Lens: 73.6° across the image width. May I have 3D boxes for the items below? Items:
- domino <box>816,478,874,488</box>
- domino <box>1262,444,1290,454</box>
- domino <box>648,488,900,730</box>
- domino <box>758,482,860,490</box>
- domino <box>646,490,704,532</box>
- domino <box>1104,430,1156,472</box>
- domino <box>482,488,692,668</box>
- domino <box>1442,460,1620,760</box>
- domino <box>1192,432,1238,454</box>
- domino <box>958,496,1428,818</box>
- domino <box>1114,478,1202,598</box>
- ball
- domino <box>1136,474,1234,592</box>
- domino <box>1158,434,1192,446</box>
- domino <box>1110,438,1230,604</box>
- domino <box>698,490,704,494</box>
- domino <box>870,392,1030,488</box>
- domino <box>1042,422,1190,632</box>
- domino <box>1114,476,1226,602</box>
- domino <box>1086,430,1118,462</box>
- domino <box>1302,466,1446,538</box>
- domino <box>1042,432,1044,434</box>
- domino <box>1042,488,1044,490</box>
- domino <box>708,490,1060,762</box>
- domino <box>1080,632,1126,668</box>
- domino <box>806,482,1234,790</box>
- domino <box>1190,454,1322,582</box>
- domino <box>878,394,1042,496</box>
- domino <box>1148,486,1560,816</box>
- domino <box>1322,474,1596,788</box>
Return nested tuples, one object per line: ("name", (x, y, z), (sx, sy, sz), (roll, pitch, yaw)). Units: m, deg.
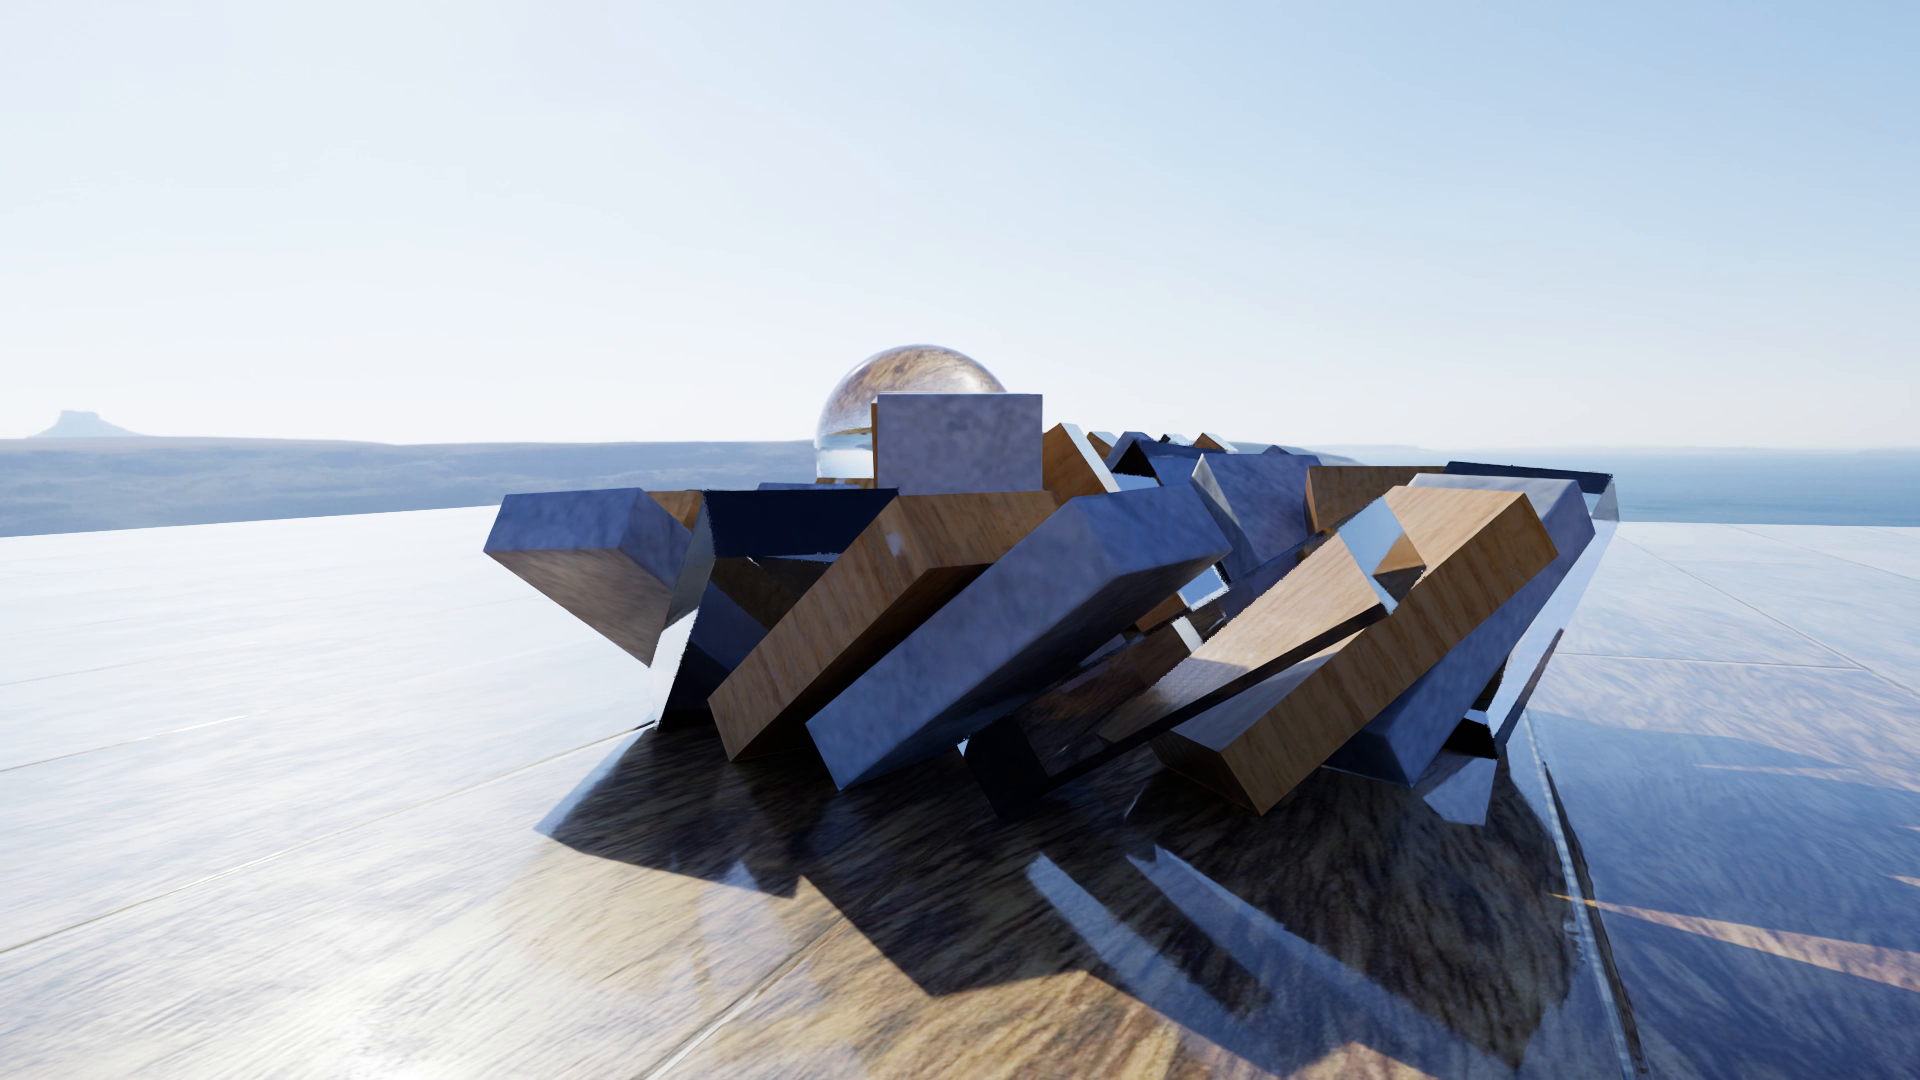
("domino", (-0.007, 0.005, 0.264), (0.025, 0.009, 0.050), (3, -29, 39))
("domino", (0.084, -0.009, 0.401), (0.050, 0.009, 0.025), (-40, -21, 19))
("domino", (-0.027, 0.011, 0.178), (0.025, 0.009, 0.050), (-2, -31, -24))
("domino", (-0.016, 0.006, 0.249), (0.025, 0.009, 0.050), (3, -28, 38))
("domino", (-0.038, 0.008, 0.219), (0.025, 0.009, 0.050), (1, -28, 36))
("domino", (0.048, -0.013, 0.427), (0.009, 0.050, 0.025), (37, 16, 15))
("domino", (-0.046, 0.009, 0.200), (0.025, 0.009, 0.050), (-2, -30, 26))
("domino", (0.076, 0.008, 0.191), (0.025, 0.009, 0.050), (10, 47, 43))
("domino", (0.069, -0.012, 0.415), (0.009, 0.050, 0.025), (40, 15, 14))
("domino", (0.026, 0.013, 0.145), (0.050, 0.010, 0.025), (-34, -7, 29))
("domino", (0.040, 0.001, 0.318), (0.025, 0.009, 0.050), (3, -27, 31))
("ball", (-0.015, -0.034, 0.486), (0.080, 0.080, 0.080), (0, 4, 0))
("domino", (0.062, -0.001, 0.351), (0.025, 0.010, 0.050), (2, -27, 14))
("domino", (0.059, -0.012, 0.421), (0.009, 0.050, 0.025), (40, 17, 14))
("domino", (0.052, 0.002, 0.249), (0.025, 0.009, 0.050), (4, 45, -34))
("domino", (-0.027, 0.008, 0.235), (0.025, 0.010, 0.050), (3, -27, 36))
("domino", (-0.001, 0.001, 0.215), (0.025, 0.050, 0.009), (0, 16, 5))
("domino", (0.031, 0.001, 0.247), (0.009, 0.050, 0.025), (-35, -4, 13))
("domino", (0.051, 0.000, 0.334), (0.025, 0.009, 0.050), (2, -27, 26))
("domino", (0.037, -0.013, 0.432), (0.009, 0.050, 0.025), (37, 16, 15))
("domino", (0.073, 0.007, 0.215), (0.025, 0.009, 0.050), (1, 43, 7))
("domino", (0.015, -0.014, 0.440), (0.009, 0.050, 0.025), (37, 16, 15))
("domino", (0.028, 0.002, 0.302), (0.025, 0.009, 0.050), (3, -29, 34))
("domino", (-0.010, 0.012, 0.166), (0.025, 0.009, 0.050), (-4, -30, -42))
("domino", (0.015, -0.001, 0.242), (0.009, 0.050, 0.025), (-30, 7, 5))
("domino", (0.006, 0.012, 0.154), (0.025, 0.010, 0.050), (-9, -27, -51))
("domino", (0.062, 0.005, 0.233), (0.025, 0.009, 0.050), (-1, 46, -19))
("domino", (0.000, 0.002, 0.200), (0.025, 0.050, 0.009), (0, 5, 0))
("domino", (0.048, 0.012, 0.163), (0.050, 0.009, 0.025), (-37, 14, -12))
("domino", (0.063, 0.010, 0.177), (0.050, 0.009, 0.025), (-44, 27, -24))
